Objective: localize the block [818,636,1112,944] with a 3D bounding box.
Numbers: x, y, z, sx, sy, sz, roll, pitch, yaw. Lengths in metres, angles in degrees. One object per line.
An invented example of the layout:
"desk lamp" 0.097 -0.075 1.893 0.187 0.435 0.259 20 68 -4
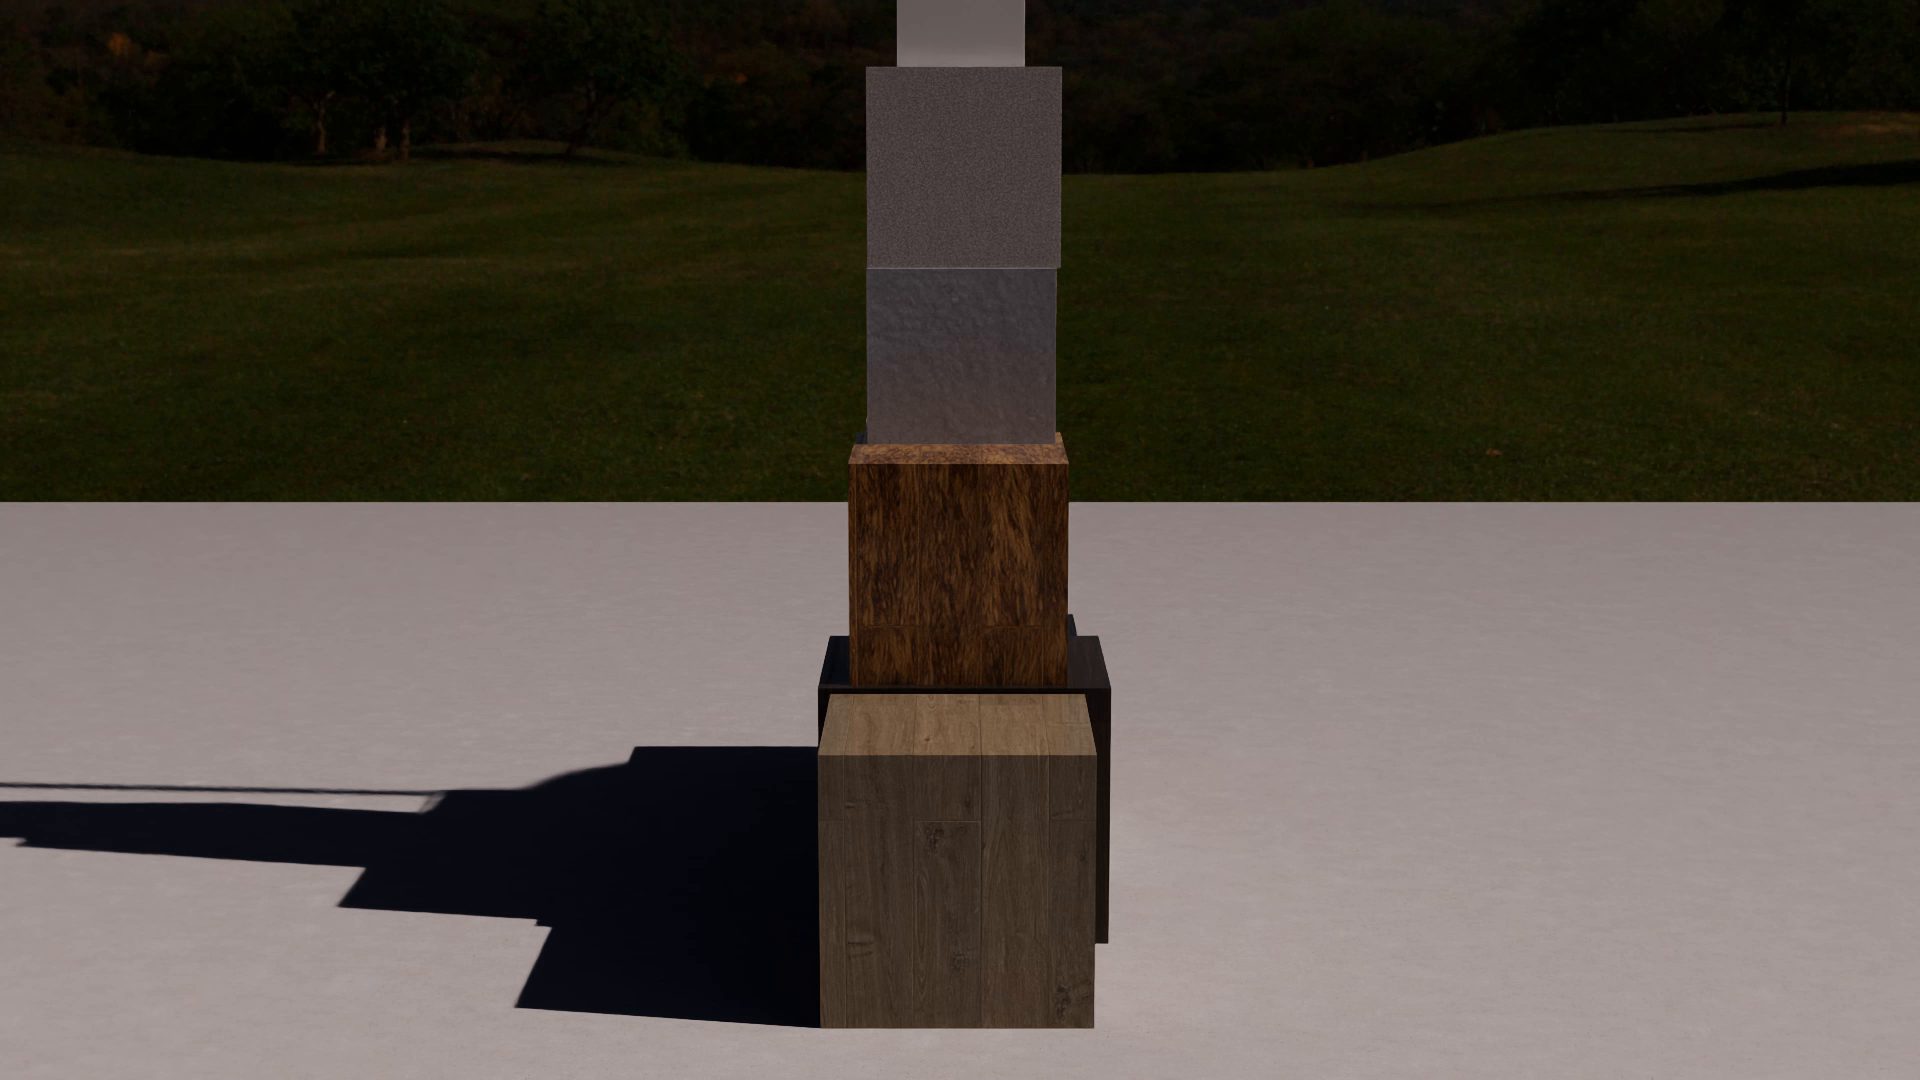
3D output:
"block" 0.018 1.035 10.877 1.179 1.072 0.984 0 10 0

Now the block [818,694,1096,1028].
"block" -0.010 1.219 9.924 1.020 1.051 0.937 0 10 0

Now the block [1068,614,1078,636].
"block" 0.015 0.912 11.831 1.043 0.972 0.918 0 10 0

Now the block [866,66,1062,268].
"block" 0.016 -1.592 10.891 0.799 0.819 0.729 0 10 0

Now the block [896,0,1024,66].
"block" 0.003 -2.301 10.763 0.525 0.623 0.527 0 10 0

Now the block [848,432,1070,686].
"block" -0.006 0.060 10.723 0.879 0.902 0.914 0 10 0

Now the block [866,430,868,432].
"block" -0.019 -0.055 11.668 0.818 0.874 0.909 0 5 0

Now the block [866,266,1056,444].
"block" 0.006 -0.827 11.030 0.786 0.735 0.746 0 10 0
